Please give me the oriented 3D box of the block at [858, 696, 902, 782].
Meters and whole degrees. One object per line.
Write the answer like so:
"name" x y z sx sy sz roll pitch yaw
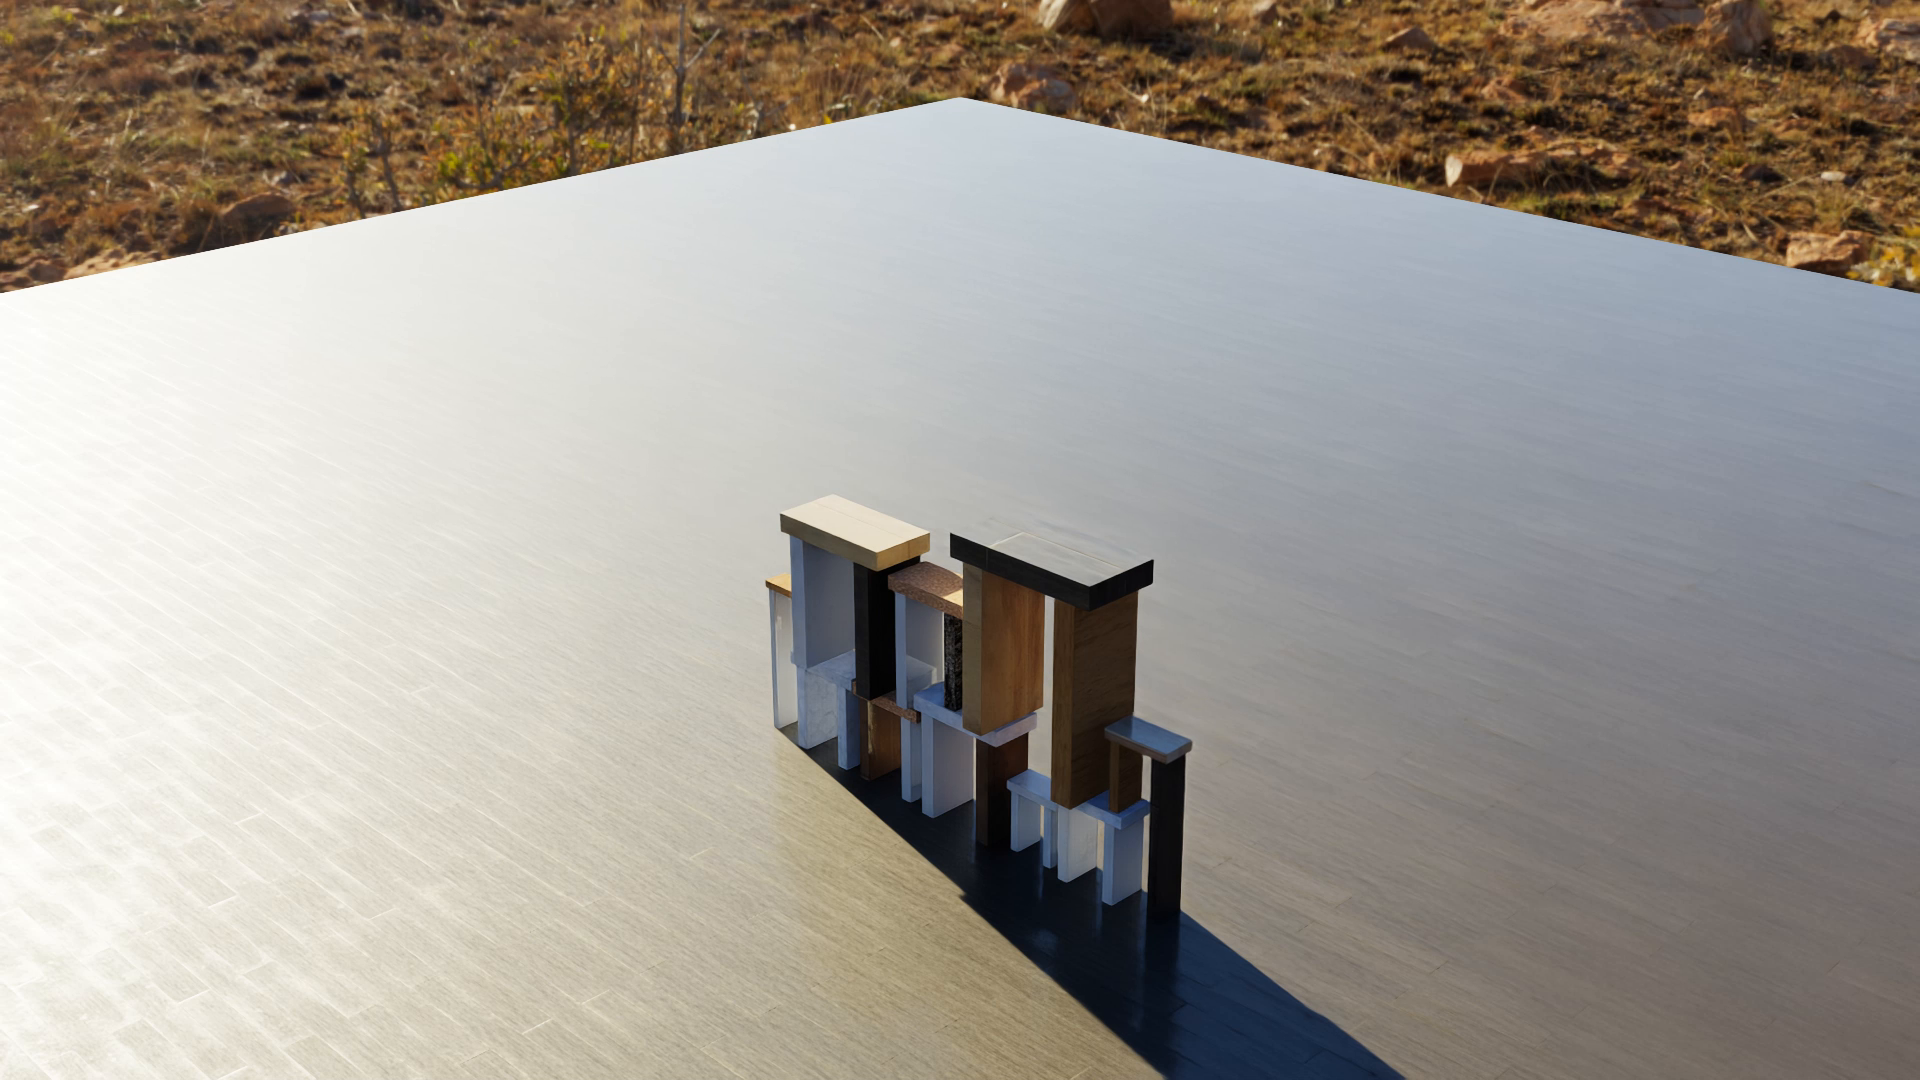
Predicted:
"block" -0.165 0.399 4.579 0.027 0.188 0.094 21 31 41

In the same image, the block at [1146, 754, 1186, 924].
"block" 0.379 0.543 4.045 0.073 0.341 0.021 -21 30 -41

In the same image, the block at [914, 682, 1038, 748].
"block" 0.029 0.337 4.339 0.229 0.032 0.114 21 31 41

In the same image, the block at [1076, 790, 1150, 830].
"block" 0.266 0.489 4.139 0.171 0.024 0.085 21 31 40

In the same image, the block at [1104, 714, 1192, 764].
"block" 0.342 0.362 4.007 0.146 0.021 0.073 20 30 40

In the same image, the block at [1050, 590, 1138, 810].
"block" 0.248 0.279 4.072 0.049 0.415 0.175 21 31 41

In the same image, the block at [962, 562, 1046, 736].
"block" 0.084 0.184 4.211 0.049 0.349 0.175 21 31 41

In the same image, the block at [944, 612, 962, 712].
"block" 0.016 0.223 4.303 0.029 0.205 0.103 21 31 41

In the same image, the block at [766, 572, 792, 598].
"block" -0.354 0.100 4.658 0.056 0.016 0.112 -21 31 -41

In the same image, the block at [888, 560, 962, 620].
"block" -0.033 0.097 4.302 0.205 0.029 0.103 21 31 41

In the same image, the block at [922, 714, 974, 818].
"block" -0.025 0.436 4.440 0.032 0.229 0.114 21 31 41

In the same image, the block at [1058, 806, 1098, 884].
"block" 0.227 0.563 4.214 0.086 0.171 0.024 -21 31 -41

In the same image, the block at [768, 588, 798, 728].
"block" -0.381 0.249 4.750 0.016 0.330 0.056 21 31 41

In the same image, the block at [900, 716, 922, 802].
"block" -0.076 0.434 4.497 0.027 0.188 0.094 21 31 41

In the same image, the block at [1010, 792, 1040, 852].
"block" 0.130 0.541 4.318 0.018 0.130 0.065 21 31 41

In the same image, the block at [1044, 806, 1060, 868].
"block" 0.191 0.565 4.262 0.018 0.131 0.065 21 31 41

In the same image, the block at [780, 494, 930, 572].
"block" -0.214 -0.017 4.445 0.290 0.041 0.145 21 31 41

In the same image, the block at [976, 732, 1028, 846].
"block" 0.083 0.478 4.341 0.032 0.229 0.114 21 31 41

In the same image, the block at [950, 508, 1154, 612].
"block" 0.167 0.033 4.058 0.349 0.049 0.175 21 31 41

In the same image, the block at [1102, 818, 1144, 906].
"block" 0.307 0.595 4.140 0.024 0.171 0.085 21 31 41

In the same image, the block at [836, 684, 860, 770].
"block" -0.213 0.378 4.623 0.096 0.192 0.027 -21 31 -41

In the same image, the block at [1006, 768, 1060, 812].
"block" 0.160 0.485 4.261 0.131 0.018 0.065 21 31 41

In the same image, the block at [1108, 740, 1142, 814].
"block" 0.307 0.426 4.069 0.021 0.146 0.073 19 29 38

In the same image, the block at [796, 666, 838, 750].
"block" -0.303 0.343 4.707 0.096 0.192 0.027 -21 31 -41

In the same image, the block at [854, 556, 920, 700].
"block" -0.145 0.164 4.448 0.041 0.294 0.145 21 31 41

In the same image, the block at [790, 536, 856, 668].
"block" -0.282 0.109 4.573 0.041 0.290 0.145 21 31 41

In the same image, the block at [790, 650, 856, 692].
"block" -0.258 0.260 4.622 0.096 0.027 0.192 -21 31 -41

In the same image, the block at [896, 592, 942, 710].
"block" -0.081 0.207 4.402 0.029 0.251 0.103 21 31 40

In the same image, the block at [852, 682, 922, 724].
"block" -0.121 0.318 4.496 0.188 0.027 0.094 21 31 41
